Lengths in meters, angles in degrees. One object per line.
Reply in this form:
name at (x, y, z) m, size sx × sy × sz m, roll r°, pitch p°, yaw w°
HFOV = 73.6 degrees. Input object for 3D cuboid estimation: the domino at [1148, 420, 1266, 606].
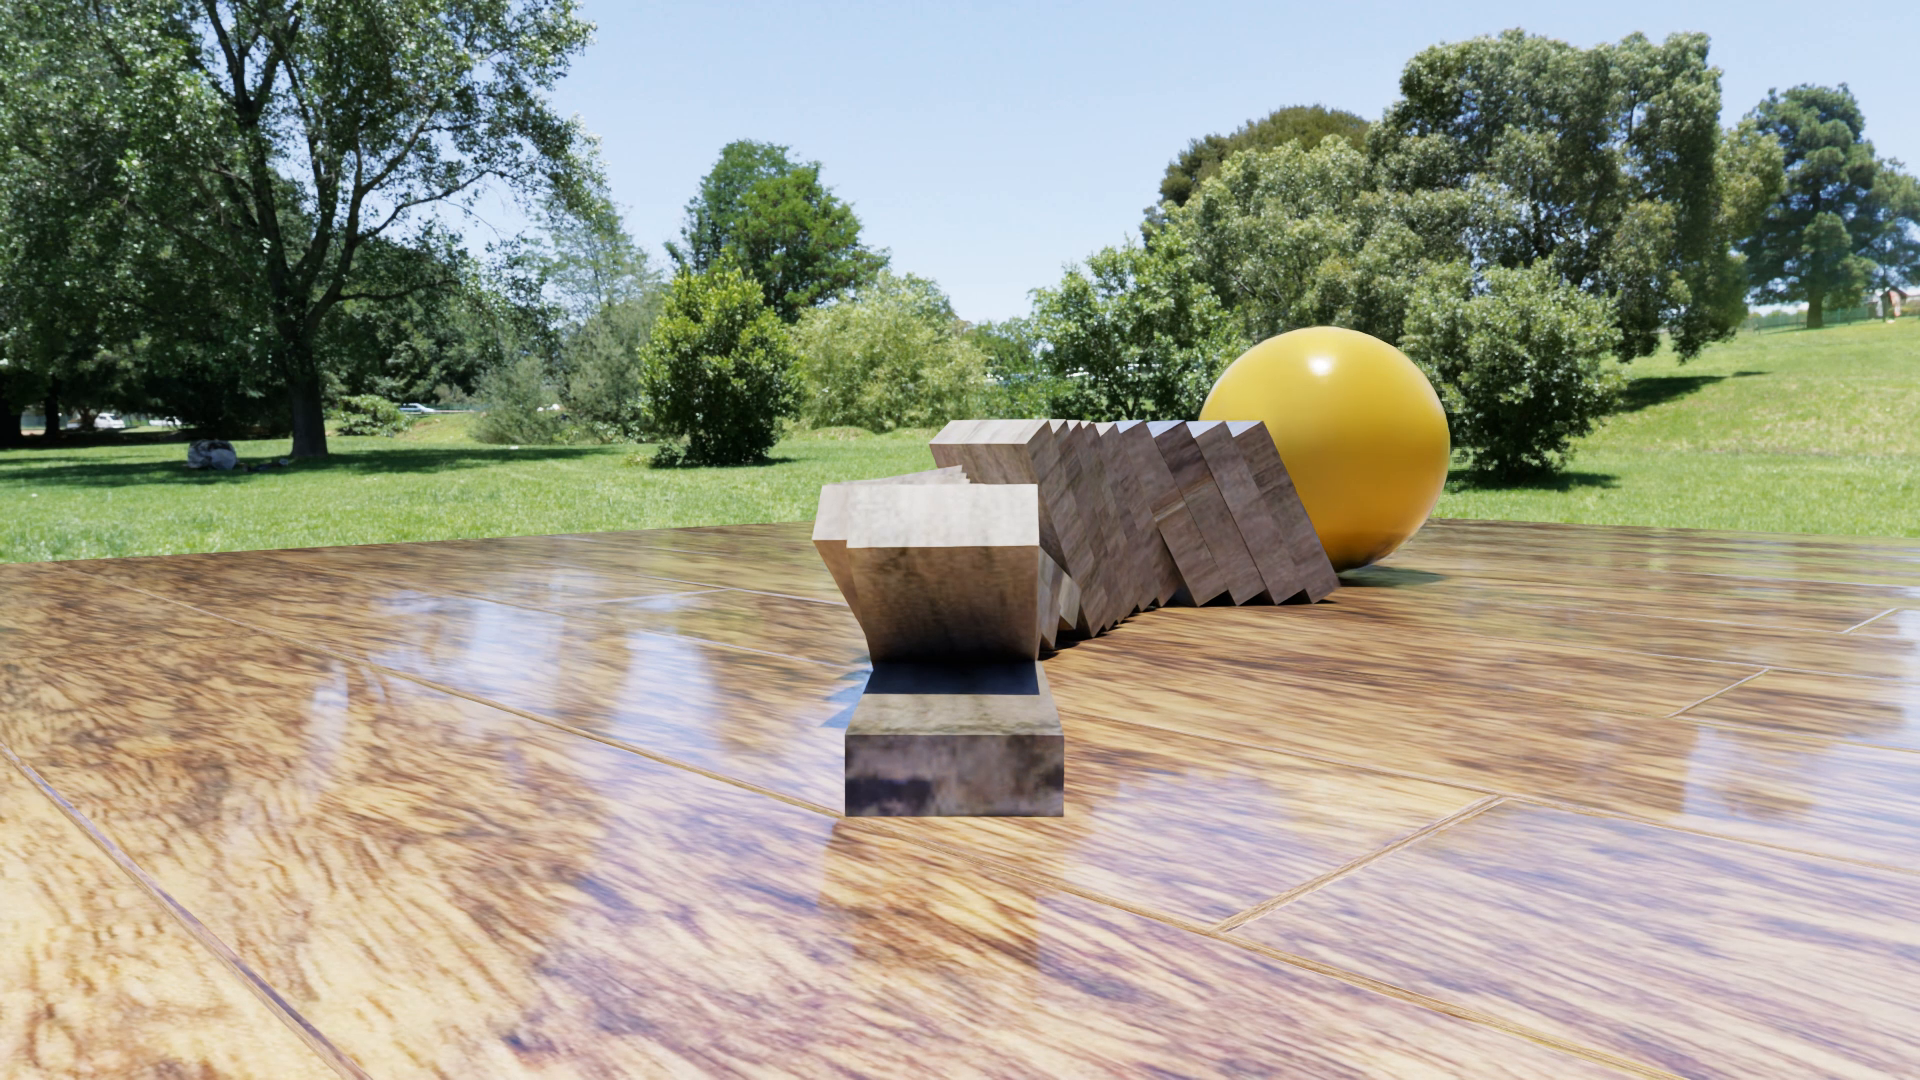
domino at (0.062, -0.008, 0.345) m, size 0.009 × 0.050 × 0.025 m, roll -29°, pitch 10°, yaw -9°

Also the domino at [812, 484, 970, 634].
domino at (-0.004, 0.009, 0.209) m, size 0.025 × 0.009 × 0.050 m, roll 0°, pitch -30°, yaw 13°

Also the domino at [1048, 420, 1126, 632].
domino at (0.018, -0.003, 0.290) m, size 0.025 × 0.050 × 0.010 m, roll 3°, pitch 37°, yaw 37°

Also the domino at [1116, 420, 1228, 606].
domino at (0.052, -0.007, 0.343) m, size 0.010 × 0.050 × 0.025 m, roll -29°, pitch 10°, yaw -9°

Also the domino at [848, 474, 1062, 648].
domino at (-0.001, 0.006, 0.244) m, size 0.025 × 0.010 × 0.050 m, roll -2°, pitch -31°, yaw 25°

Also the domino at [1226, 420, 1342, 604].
domino at (0.083, -0.008, 0.349) m, size 0.010 × 0.050 × 0.025 m, roll -29°, pitch 10°, yaw -9°

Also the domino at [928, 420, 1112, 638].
domino at (0.014, -0.002, 0.279) m, size 0.025 × 0.050 × 0.009 m, roll 3°, pitch 37°, yaw 37°

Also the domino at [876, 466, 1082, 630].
domino at (0.002, 0.004, 0.260) m, size 0.025 × 0.009 × 0.050 m, roll -7°, pitch -33°, yaw 32°

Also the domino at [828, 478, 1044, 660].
domino at (-0.004, 0.007, 0.227) m, size 0.025 × 0.009 × 0.050 m, roll -1°, pitch -30°, yaw 19°

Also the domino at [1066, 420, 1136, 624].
domino at (0.022, -0.004, 0.301) m, size 0.025 × 0.050 × 0.010 m, roll 3°, pitch 36°, yaw 37°

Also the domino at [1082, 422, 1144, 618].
domino at (0.025, -0.005, 0.312) m, size 0.025 × 0.050 × 0.010 m, roll 3°, pitch 36°, yaw 37°

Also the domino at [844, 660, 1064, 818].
domino at (0.000, 0.025, 0.171) m, size 0.025 × 0.009 × 0.050 m, roll 0°, pitch 4°, yaw 1°

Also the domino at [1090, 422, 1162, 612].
domino at (0.031, -0.006, 0.325) m, size 0.025 × 0.050 × 0.010 m, roll 4°, pitch 38°, yaw 48°

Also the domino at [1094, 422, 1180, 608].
domino at (0.037, -0.006, 0.334) m, size 0.025 × 0.050 × 0.009 m, roll 4°, pitch 37°, yaw 48°

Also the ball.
ball at (0.116, -0.029, 0.416) m, size 0.080 × 0.080 × 0.080 m, roll 0°, pitch 4°, yaw 0°

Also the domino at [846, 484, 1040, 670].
domino at (-0.001, 0.010, 0.190) m, size 0.025 × 0.009 × 0.050 m, roll -1°, pitch -31°, yaw 2°

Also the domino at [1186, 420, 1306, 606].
domino at (0.073, -0.008, 0.346) m, size 0.010 × 0.050 × 0.025 m, roll -29°, pitch 10°, yaw -9°
